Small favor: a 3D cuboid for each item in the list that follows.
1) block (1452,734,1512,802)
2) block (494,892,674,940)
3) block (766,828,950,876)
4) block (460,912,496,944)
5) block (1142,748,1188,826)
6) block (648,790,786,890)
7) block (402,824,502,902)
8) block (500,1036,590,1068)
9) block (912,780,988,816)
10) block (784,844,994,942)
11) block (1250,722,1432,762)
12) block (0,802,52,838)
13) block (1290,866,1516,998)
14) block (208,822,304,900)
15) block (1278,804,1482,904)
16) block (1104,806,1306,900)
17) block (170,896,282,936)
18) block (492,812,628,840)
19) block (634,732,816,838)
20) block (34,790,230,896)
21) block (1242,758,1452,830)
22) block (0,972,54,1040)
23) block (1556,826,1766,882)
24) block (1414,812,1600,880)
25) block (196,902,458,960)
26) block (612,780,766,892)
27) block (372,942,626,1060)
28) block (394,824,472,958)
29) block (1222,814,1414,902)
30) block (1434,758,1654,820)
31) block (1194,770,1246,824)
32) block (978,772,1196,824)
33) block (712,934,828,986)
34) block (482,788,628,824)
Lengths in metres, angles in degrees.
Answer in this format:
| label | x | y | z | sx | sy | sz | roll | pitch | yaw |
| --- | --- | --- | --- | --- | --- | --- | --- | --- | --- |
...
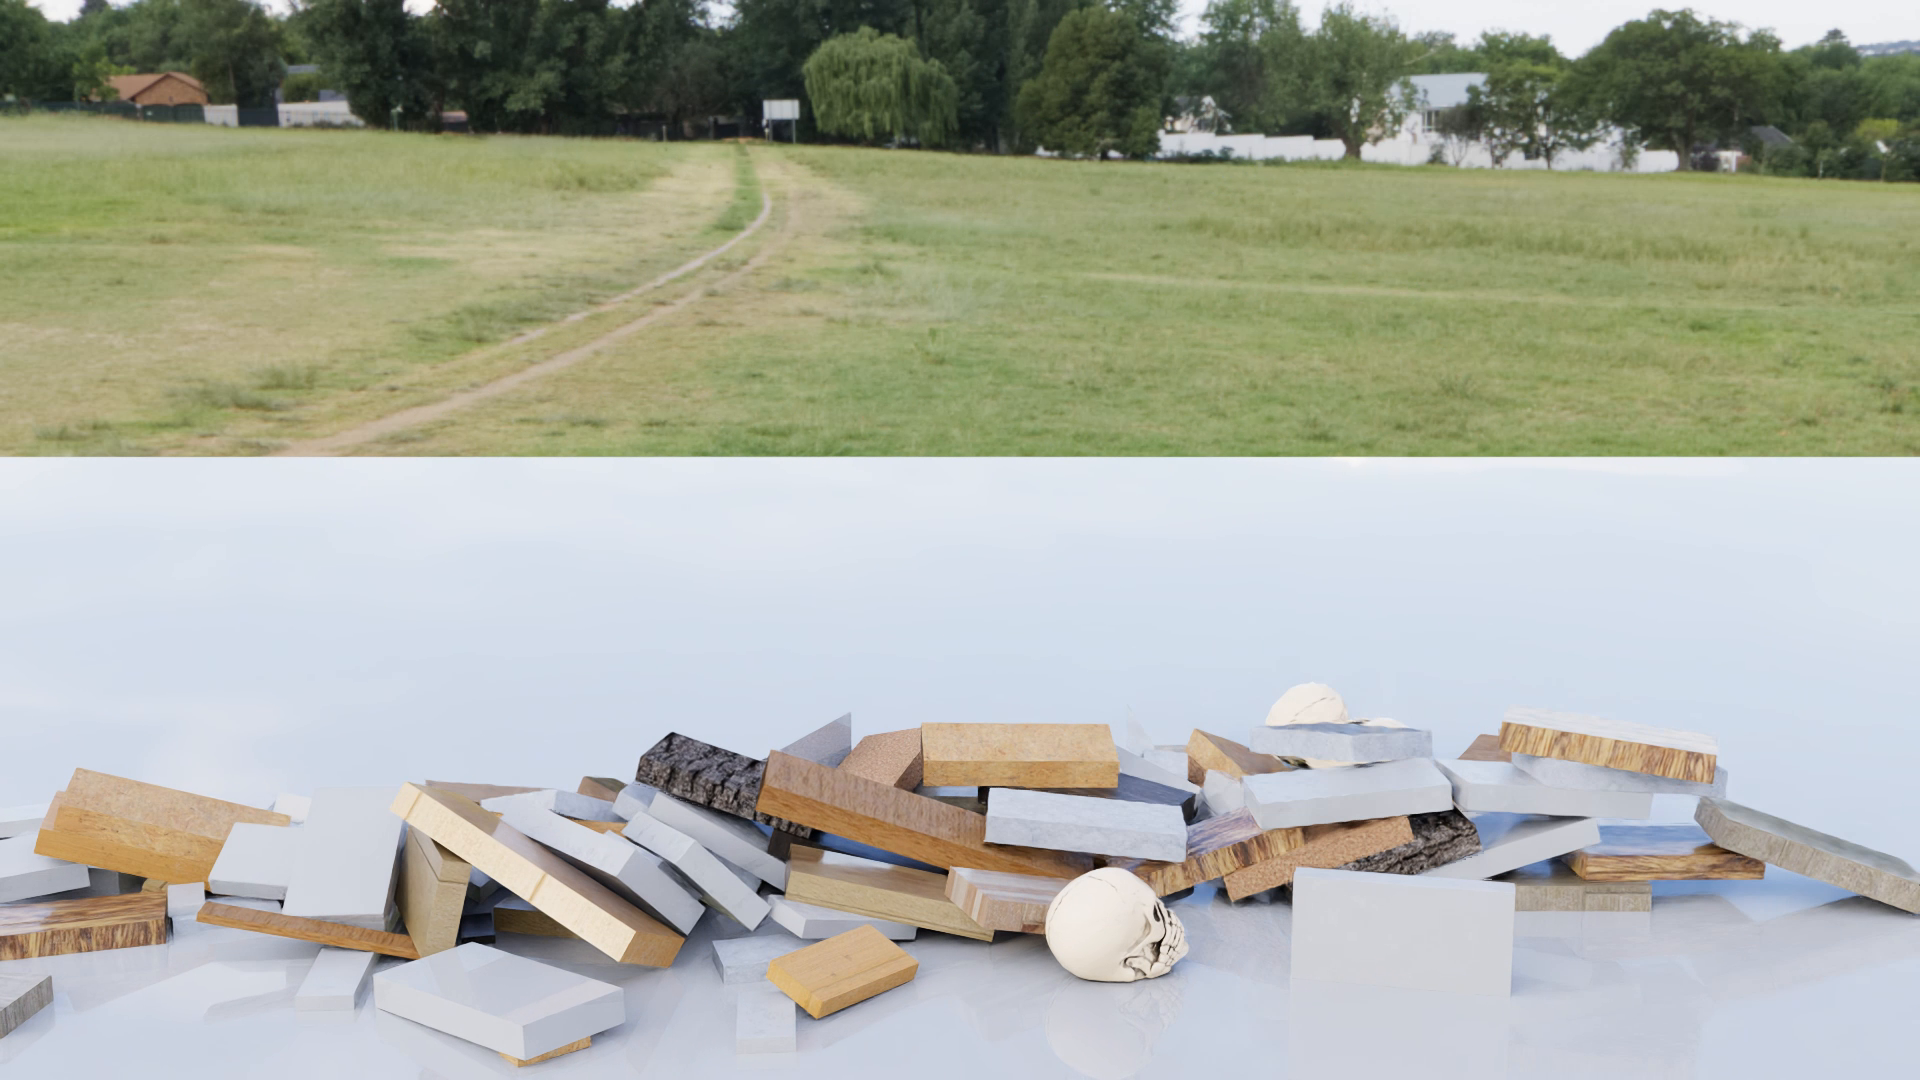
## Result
| label | x | y | z | sx | sy | sz | roll | pitch | yaw |
| --- | --- | --- | --- | --- | --- | --- | --- | --- | --- |
| block | 1.061 | 0.451 | 4.286 | 0.168 | 0.048 | 0.337 | 5 | 12 | 25 |
| block | -0.591 | 0.597 | 3.527 | 0.275 | 0.039 | 0.137 | 3 | 11 | 15 |
| block | -0.154 | 0.524 | 3.668 | 0.309 | 0.044 | 0.154 | 17 | 14 | 4 |
| block | -0.765 | 0.617 | 3.484 | 0.051 | 0.015 | 0.103 | -3 | 11 | -15 |
| block | 0.379 | 0.459 | 4.063 | 0.082 | 0.023 | 0.165 | 6 | 42 | -1 |
| block | -0.359 | 0.495 | 3.694 | 0.309 | 0.044 | 0.154 | 28 | 14 | 6 |
| block | -0.849 | 0.503 | 3.642 | 0.244 | 0.035 | 0.122 | 23 | 36 | 21 |
| block | -0.574 | 0.699 | 3.040 | 0.112 | 0.016 | 0.056 | -9 | 13 | -38 |
| block | -0.002 | 0.482 | 4.150 | 0.259 | 0.037 | 0.130 | 0 | 11 | 2 |
| block | -0.112 | 0.557 | 3.484 | 0.329 | 0.047 | 0.165 | 13 | 6 | -6 |
| block | 0.664 | 0.353 | 3.855 | 0.161 | 0.046 | 0.322 | -1 | -2 | -25 |
| block | -1.723 | 0.509 | 3.967 | 0.196 | 0.028 | 0.098 | -7 | 11 | -1 |
| block | 0.657 | 0.582 | 3.272 | 0.320 | 0.160 | 0.045 | 2 | 11 | 13 |
| block | -1.079 | 0.528 | 3.581 | 0.247 | 0.035 | 0.124 | 5 | 40 | 4 |
| block | 0.684 | 0.521 | 3.631 | 0.317 | 0.045 | 0.158 | -19 | 10 | -1 |
| block | 0.405 | 0.517 | 3.658 | 0.314 | 0.044 | 0.157 | -19 | 10 | 0 |
| block | -1.185 | 0.601 | 3.546 | 0.165 | 0.023 | 0.082 | -4 | 11 | -23 |
| block | -0.664 | 0.510 | 3.767 | 0.282 | 0.040 | 0.141 | 3 | -18 | 17 |
| block | -0.372 | 0.410 | 3.690 | 0.309 | 0.044 | 0.154 | 17 | 14 | 8 |
| block | -1.364 | 0.507 | 3.680 | 0.320 | 0.045 | 0.160 | 16 | 12 | -17 |
| block | 0.638 | 0.418 | 3.637 | 0.314 | 0.044 | 0.157 | -6 | 11 | -2 |
| block | -1.476 | 0.664 | 3.162 | 0.283 | 0.040 | 0.142 | 1 | 11 | 7 |
| block | 1.165 | 0.523 | 3.680 | 0.309 | 0.044 | 0.154 | 1 | 11 | -7 |
| block | 0.882 | 0.505 | 3.660 | 0.317 | 0.045 | 0.158 | -16 | 10 | -3 |
| block | -0.965 | 0.601 | 3.361 | 0.385 | 0.015 | 0.051 | 11 | 9 | -5 |
| block | -0.439 | 0.493 | 3.732 | 0.282 | 0.040 | 0.141 | 29 | 15 | 7 |
| block | -0.661 | 0.654 | 3.139 | 0.350 | 0.050 | 0.175 | 5 | 11 | 41 |
| block | -0.825 | 0.534 | 3.430 | 0.044 | 0.155 | 0.310 | 11 | 4 | -23 |
| block | 0.583 | 0.504 | 3.653 | 0.314 | 0.044 | 0.157 | -19 | 10 | 3 |
| block | 0.963 | 0.413 | 3.648 | 0.317 | 0.045 | 0.158 | 4 | 8 | -9 |
| block | 0.501 | 0.488 | 3.918 | 0.030 | 0.106 | 0.212 | 12 | 4 | -30 |
| block | 0.225 | 0.462 | 3.934 | 0.347 | 0.049 | 0.174 | 13 | 21 | 31 |
| block | -0.262 | 0.634 | 3.350 | 0.215 | 0.030 | 0.108 | -3 | 11 | -15 |
| block | -0.707 | 0.476 | 3.814 | 0.141 | 0.040 | 0.282 | 20 | -21 | -34 |
